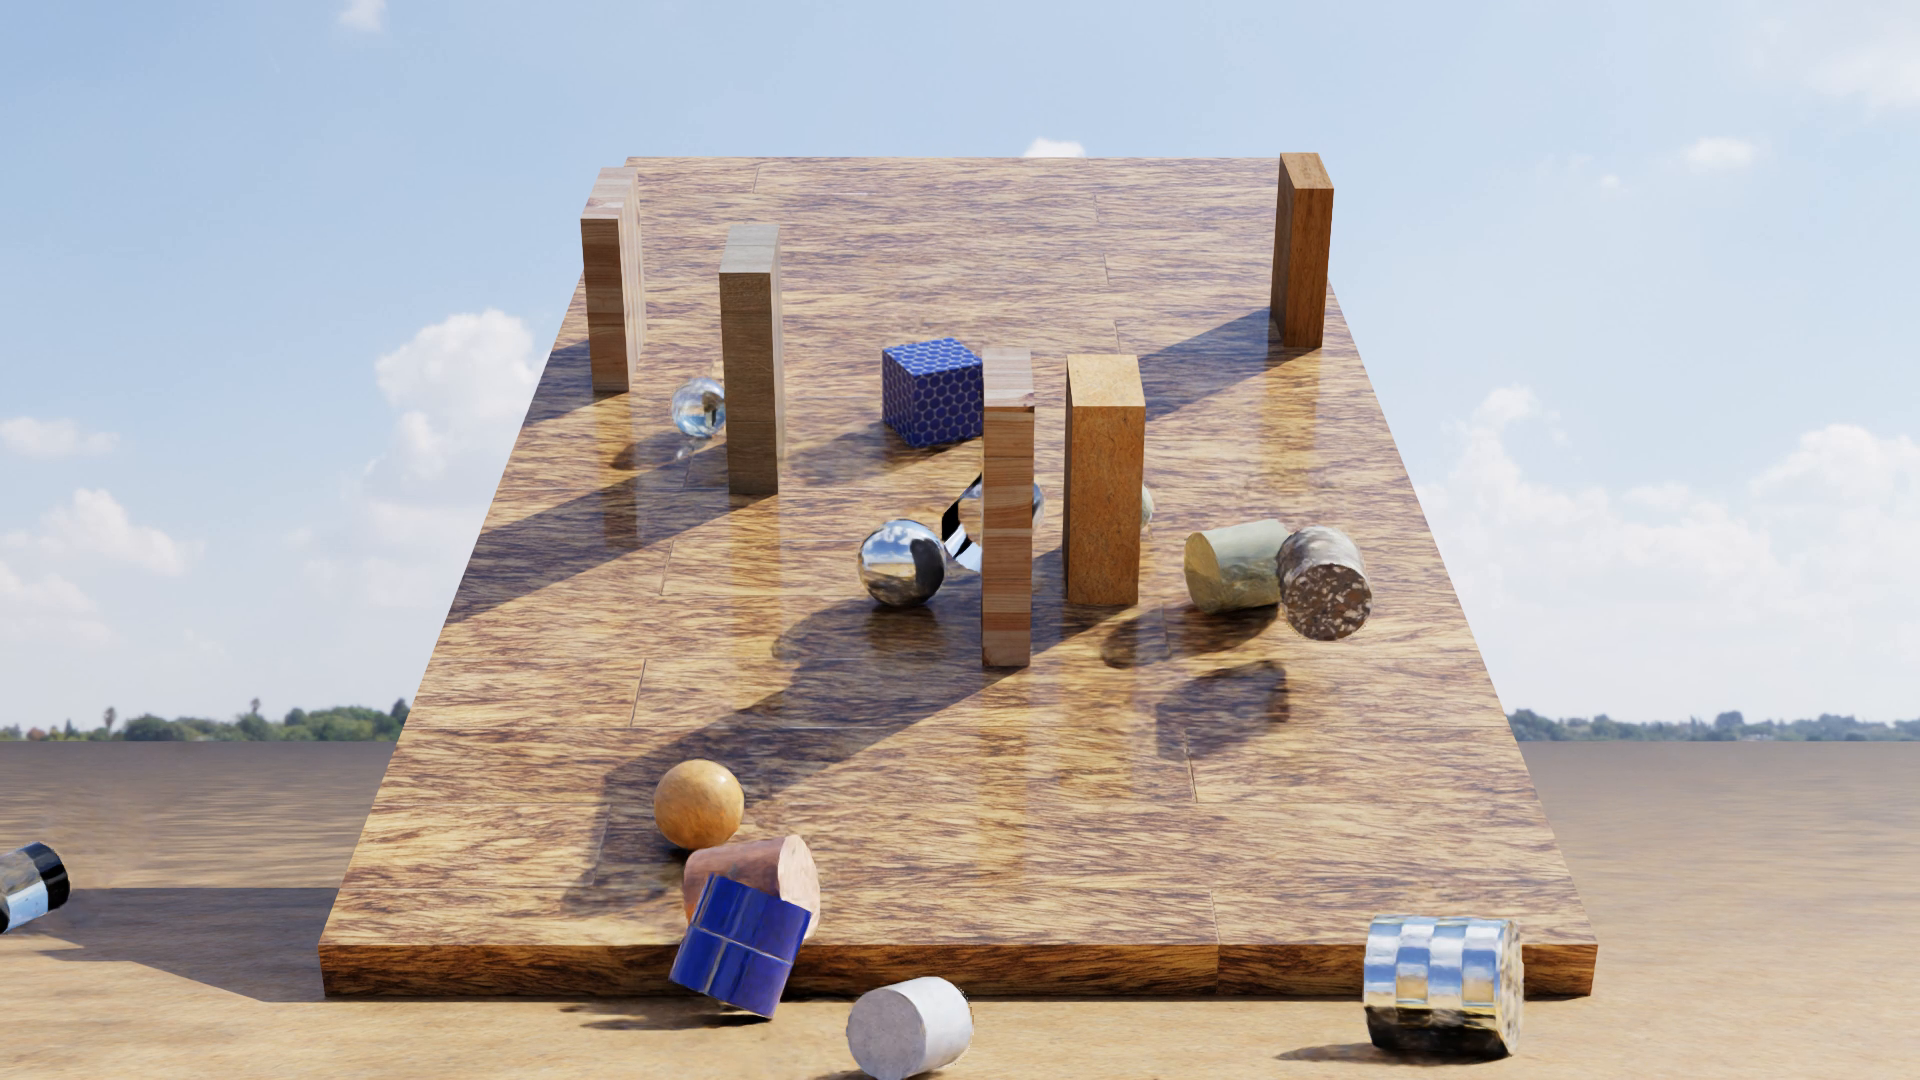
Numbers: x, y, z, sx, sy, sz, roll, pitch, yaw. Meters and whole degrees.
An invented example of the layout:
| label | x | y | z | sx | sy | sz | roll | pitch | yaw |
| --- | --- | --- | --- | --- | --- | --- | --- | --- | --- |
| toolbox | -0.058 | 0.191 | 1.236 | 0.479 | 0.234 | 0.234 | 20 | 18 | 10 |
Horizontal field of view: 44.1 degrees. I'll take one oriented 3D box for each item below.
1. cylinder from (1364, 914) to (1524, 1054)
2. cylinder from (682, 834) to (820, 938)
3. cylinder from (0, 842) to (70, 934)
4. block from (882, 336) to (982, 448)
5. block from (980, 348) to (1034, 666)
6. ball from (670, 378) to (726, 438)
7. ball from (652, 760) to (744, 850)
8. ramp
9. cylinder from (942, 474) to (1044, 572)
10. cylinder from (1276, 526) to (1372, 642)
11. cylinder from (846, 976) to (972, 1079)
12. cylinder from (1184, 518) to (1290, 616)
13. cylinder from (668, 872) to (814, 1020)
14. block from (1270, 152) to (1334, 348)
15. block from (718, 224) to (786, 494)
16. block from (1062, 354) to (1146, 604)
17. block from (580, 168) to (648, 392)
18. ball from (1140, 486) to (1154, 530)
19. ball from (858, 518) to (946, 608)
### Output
| label | x | y | z | sx | sy | sz | roll | pitch | yaw |
| --- | --- | --- | --- | --- | --- | --- | --- | --- | --- |
| cylinder | 0.633 | 0.580 | 3.095 | 0.174 | 0.174 | 0.174 | -2 | -5 | 23 |
| cylinder | -0.320 | 0.544 | 3.650 | 0.159 | 0.159 | 0.159 | -11 | -8 | 17 |
| cylinder | -1.961 | 0.724 | 4.924 | 0.147 | 0.147 | 0.147 | -3 | 13 | 33 |
| block | -0.061 | -0.339 | 5.420 | 0.178 | 0.178 | 0.178 | -12 | 29 | -22 |
| block | 0.087 | -0.063 | 4.481 | 0.090 | 0.534 | 0.274 | 0 | 27 | 0 |
| ball | -0.590 | -0.301 | 5.387 | 0.137 | 0.137 | 0.137 | 0 | -5 | 0 |
| ball | -0.432 | 0.438 | 3.914 | 0.151 | 0.151 | 0.151 | 0 | -5 | 0 |
| ramp | -0.010 | -0.227 | 5.506 | 2.000 | 0.100 | 4.000 | 0 | 27 | 0 |
| cylinder | 0.068 | -0.044 | 4.852 | 0.165 | 0.165 | 0.165 | -2 | 24 | 25 |
| cylinder | 0.680 | 0.080 | 4.439 | 0.162 | 0.162 | 0.162 | 0 | 26 | 1 |
| cylinder | -0.061 | 0.592 | 2.872 | 0.111 | 0.111 | 0.111 | -3 | -3 | 29 |
| cylinder | 0.551 | 0.053 | 4.661 | 0.166 | 0.166 | 0.166 | -10 | -1 | -19 |
| cylinder | -0.319 | 0.591 | 3.448 | 0.163 | 0.163 | 0.163 | 20 | -11 | 4 |
| block | 0.854 | -0.728 | 5.934 | 0.095 | 0.412 | 0.283 | 0 | 27 | 0 |
| block | -0.448 | -0.395 | 5.161 | 0.107 | 0.510 | 0.299 | 0 | 27 | 0 |
| block | 0.283 | -0.122 | 4.716 | 0.138 | 0.428 | 0.257 | 0 | 27 | 0 |
| block | -0.831 | -0.633 | 5.714 | 0.087 | 0.432 | 0.380 | 0 | 27 | 0 |
| ball | 0.345 | -0.069 | 4.952 | 0.117 | 0.117 | 0.117 | 0 | -5 | 0 |
| ball | -0.114 | 0.046 | 4.661 | 0.176 | 0.176 | 0.176 | 0 | -5 | 0 |
